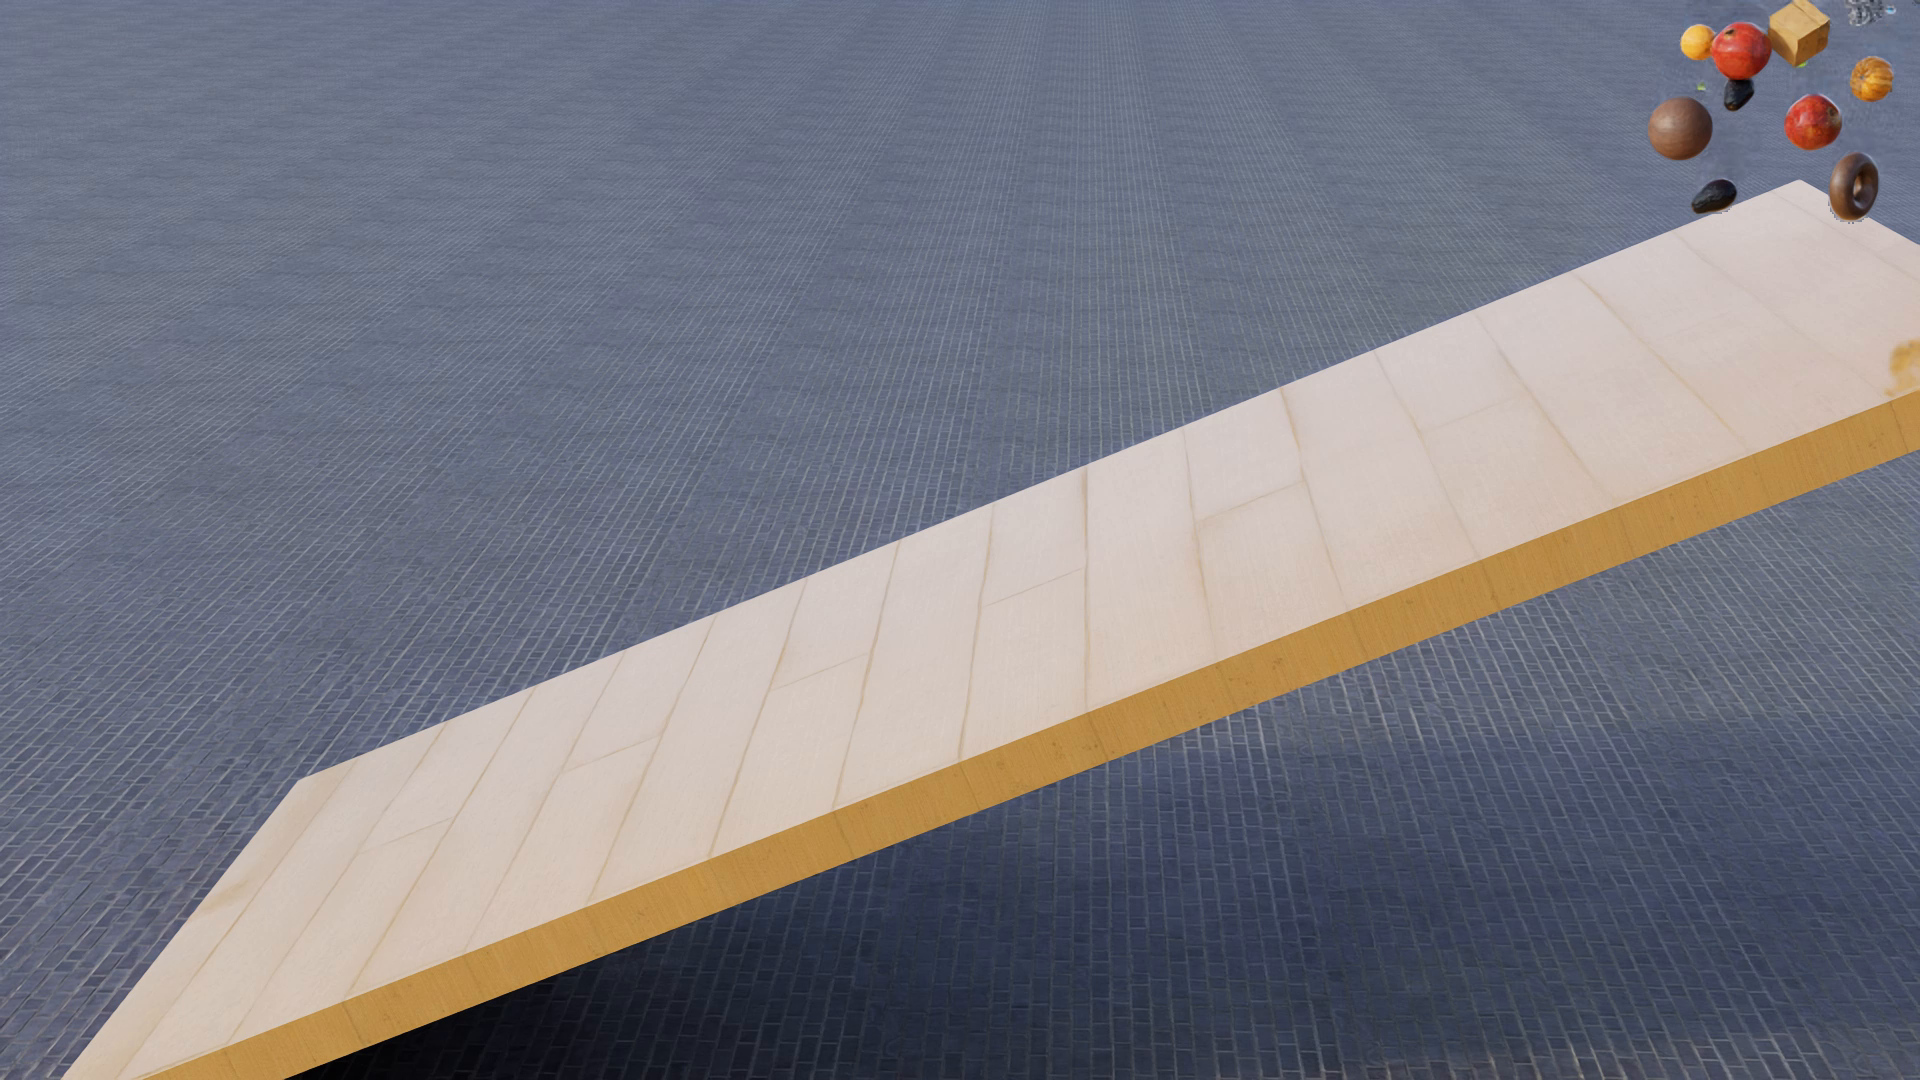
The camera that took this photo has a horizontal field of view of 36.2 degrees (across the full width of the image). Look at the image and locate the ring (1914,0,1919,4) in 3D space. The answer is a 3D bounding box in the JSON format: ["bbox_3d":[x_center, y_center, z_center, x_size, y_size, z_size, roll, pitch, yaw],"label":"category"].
[{"bbox_3d":[1.920,-1.095,5.827,0.077,0.077,0.026,2,24,6],"label":"ring"}]

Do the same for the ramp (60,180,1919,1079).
[{"bbox_3d":[0.128,0.172,6.287,4.000,0.100,2.000,-22,12,8],"label":"ramp"}]

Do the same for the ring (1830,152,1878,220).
[{"bbox_3d":[1.759,-0.696,5.787,0.137,0.137,0.046,-12,19,-40],"label":"ring"}]

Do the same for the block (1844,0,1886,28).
[{"bbox_3d":[1.784,-1.048,5.799,0.054,0.054,0.054,-18,16,4],"label":"block"}]

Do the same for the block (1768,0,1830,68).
[{"bbox_3d":[1.679,-1.017,5.890,0.082,0.082,0.082,-32,58,-11],"label":"block"}]
